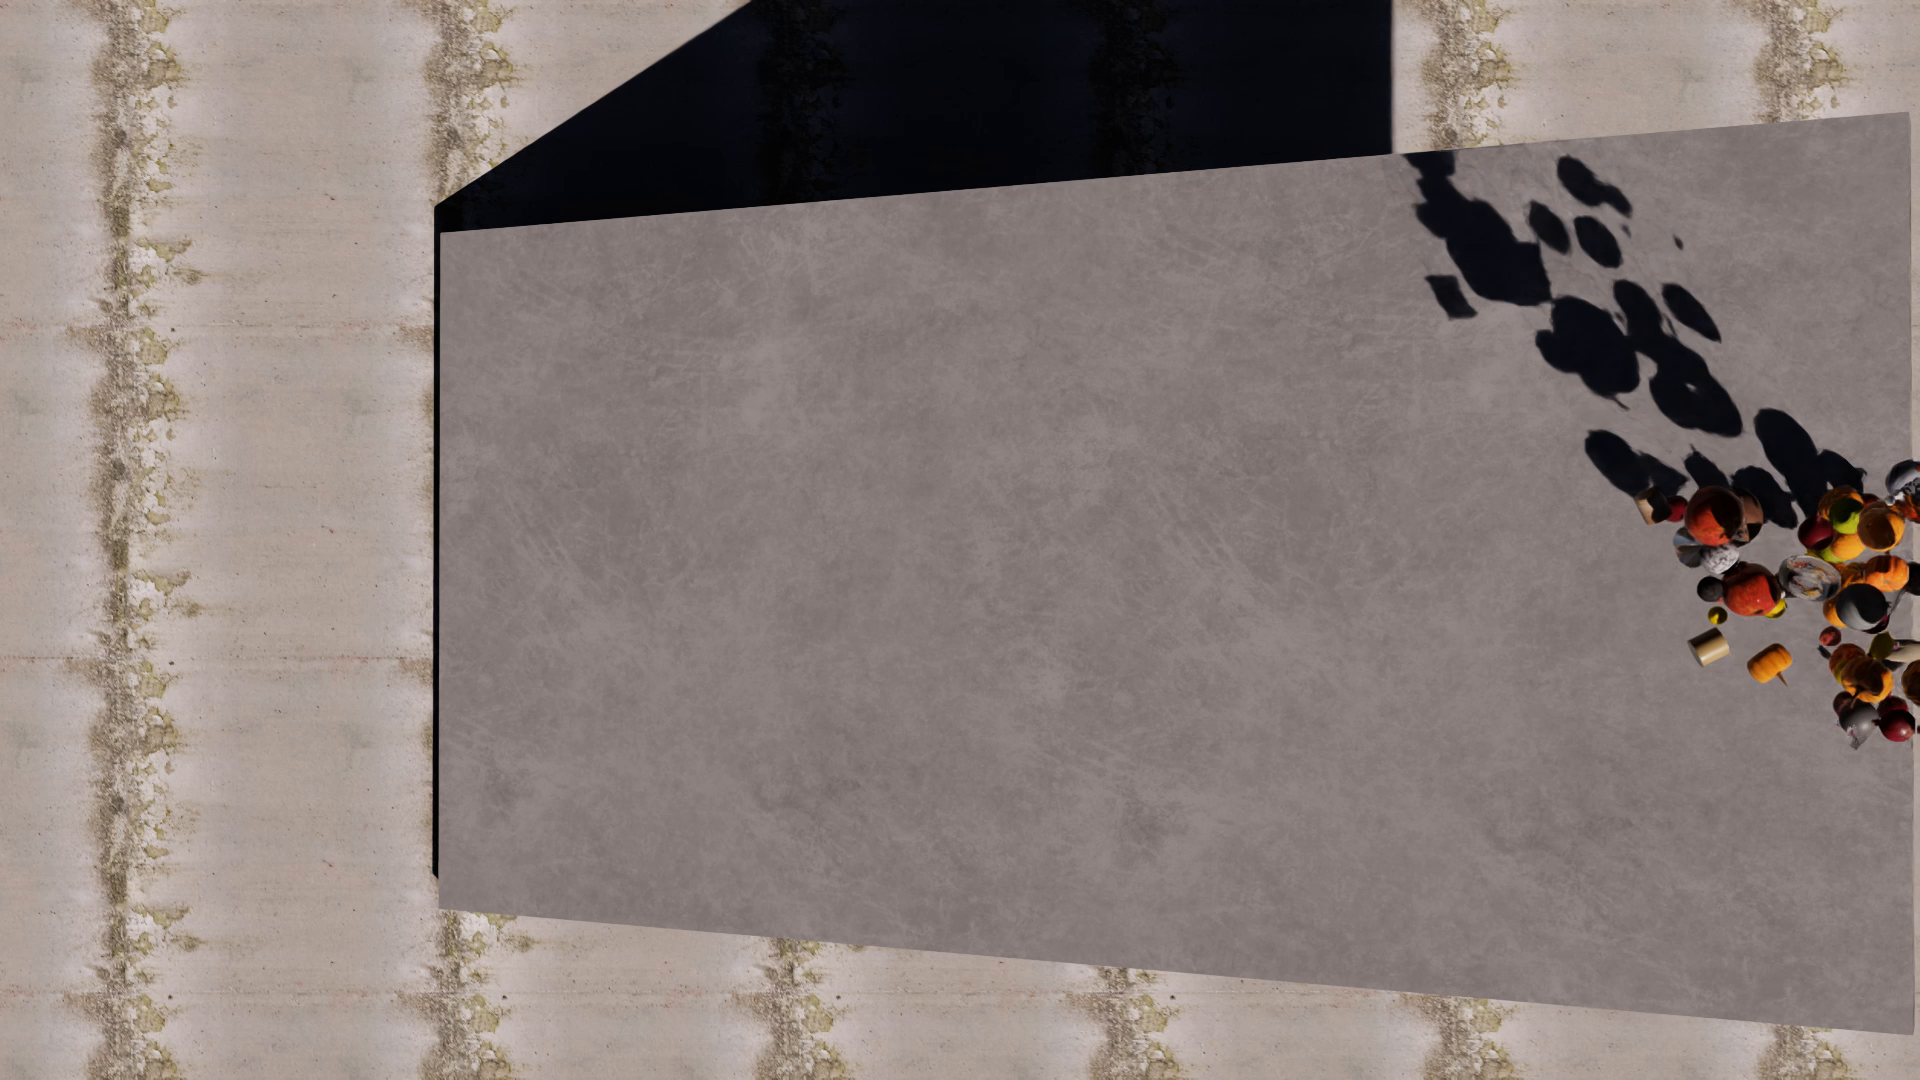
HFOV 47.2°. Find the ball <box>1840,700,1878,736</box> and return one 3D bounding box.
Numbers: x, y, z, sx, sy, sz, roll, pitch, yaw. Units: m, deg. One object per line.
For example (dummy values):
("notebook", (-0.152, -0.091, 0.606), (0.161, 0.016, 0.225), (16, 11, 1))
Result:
("ball", (1.721, 0.341, 4.211), (0.070, 0.070, 0.070), (0, 89, 0))

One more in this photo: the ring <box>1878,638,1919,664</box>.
("ring", (1.907, 0.224, 4.416), (0.122, 0.122, 0.041), (8, 86, 0))

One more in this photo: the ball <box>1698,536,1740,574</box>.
("ball", (1.516, 0.031, 4.391), (0.076, 0.076, 0.076), (0, 89, 0))

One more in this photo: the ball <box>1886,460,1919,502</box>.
("ball", (1.614, -0.100, 3.742), (0.073, 0.073, 0.073), (0, 89, 0))

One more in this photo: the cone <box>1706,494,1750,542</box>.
("cone", (1.596, -0.053, 4.530), (0.091, 0.091, 0.091), (18, 90, 0))

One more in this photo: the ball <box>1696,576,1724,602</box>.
("ball", (1.497, 0.099, 4.388), (0.052, 0.052, 0.052), (0, 89, 0))

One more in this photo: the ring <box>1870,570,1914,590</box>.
("ring", (1.958, 0.084, 4.618), (0.088, 0.088, 0.029), (-9, 96, 0))

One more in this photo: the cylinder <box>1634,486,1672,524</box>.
("cylinder", (1.458, -0.073, 4.626), (0.060, 0.060, 0.060), (-30, 101, 0))

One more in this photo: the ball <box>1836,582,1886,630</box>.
("ball", (1.548, 0.114, 3.778), (0.082, 0.082, 0.082), (0, 89, 0))

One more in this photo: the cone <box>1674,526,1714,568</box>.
("cone", (1.548, 0.006, 4.565), (0.089, 0.089, 0.089), (-12, 89, -29))

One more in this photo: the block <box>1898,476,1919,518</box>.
("block", (1.591, -0.075, 3.603), (0.066, 0.066, 0.066), (-34, 77, 12))

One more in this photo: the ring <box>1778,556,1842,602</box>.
("ring", (1.502, 0.067, 3.887), (0.109, 0.109, 0.036), (6, 128, 0))

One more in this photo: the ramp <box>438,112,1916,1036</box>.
("ramp", (0.281, 0.081, 5.679), (4.000, 0.100, 2.000), (0, 89, 26))
